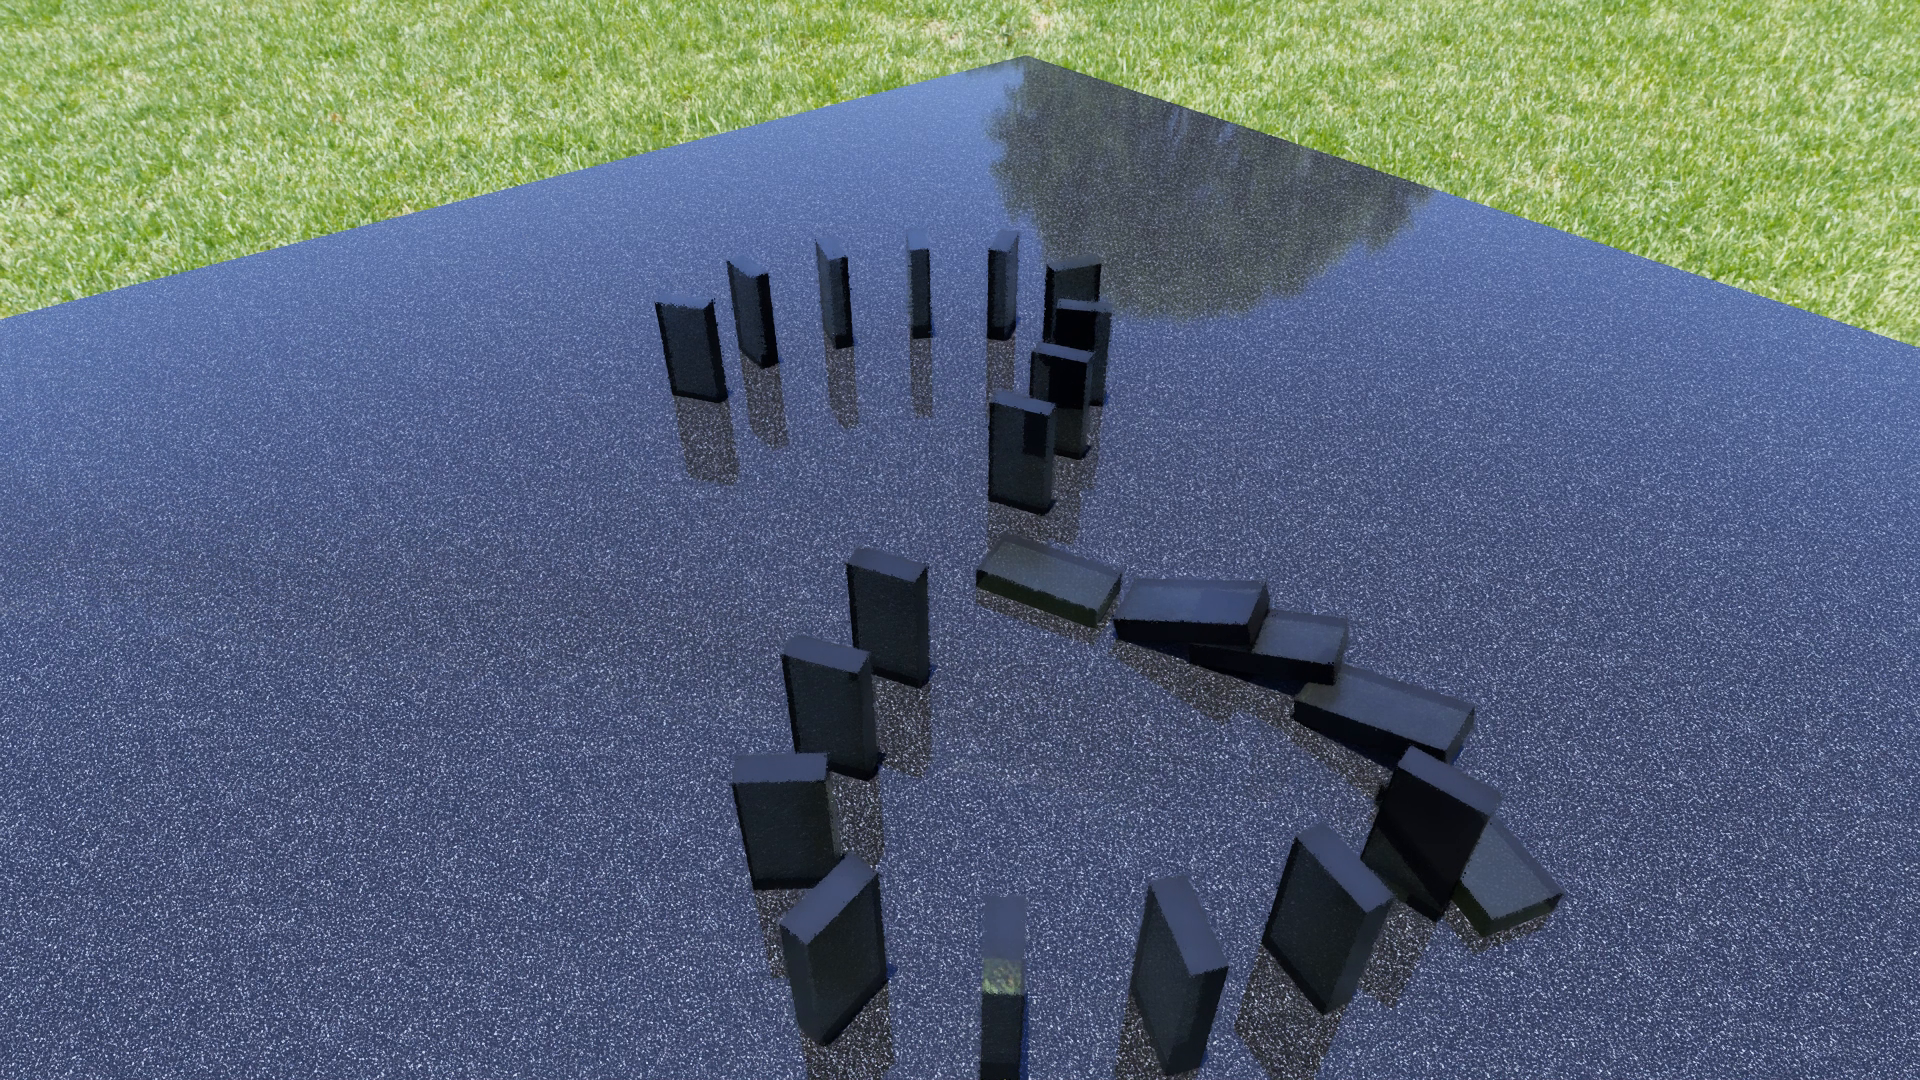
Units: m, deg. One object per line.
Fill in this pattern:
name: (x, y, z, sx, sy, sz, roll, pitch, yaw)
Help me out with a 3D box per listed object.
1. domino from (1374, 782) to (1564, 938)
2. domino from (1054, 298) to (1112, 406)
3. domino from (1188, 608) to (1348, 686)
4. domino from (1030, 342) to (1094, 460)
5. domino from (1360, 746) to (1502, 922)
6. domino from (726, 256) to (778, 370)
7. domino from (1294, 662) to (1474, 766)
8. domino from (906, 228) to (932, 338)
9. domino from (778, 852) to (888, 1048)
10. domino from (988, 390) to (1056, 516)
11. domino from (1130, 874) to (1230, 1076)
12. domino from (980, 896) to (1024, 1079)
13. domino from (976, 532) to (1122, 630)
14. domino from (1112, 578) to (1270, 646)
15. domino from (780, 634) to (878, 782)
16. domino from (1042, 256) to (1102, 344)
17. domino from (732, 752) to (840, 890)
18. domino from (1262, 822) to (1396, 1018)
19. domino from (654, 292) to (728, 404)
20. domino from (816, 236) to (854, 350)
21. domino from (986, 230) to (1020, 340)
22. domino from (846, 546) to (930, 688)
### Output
domino: (0.152, 0.092, 0.331, 0.025, 0.010, 0.050, -13, 41, -15)
domino: (0.057, -0.088, 0.519, 0.025, 0.050, 0.009, 6, 40, 8)
domino: (0.109, 0.036, 0.391, 0.050, 0.010, 0.025, 6, 38, 28)
domino: (0.044, -0.061, 0.486, 0.025, 0.050, 0.009, 15, 42, 18)
domino: (0.131, 0.083, 0.310, 0.025, 0.050, 0.009, 29, 47, 31)
domino: (-0.104, -0.114, 0.550, 0.010, 0.050, 0.025, -25, 46, -27)
domino: (0.140, 0.057, 0.365, 0.050, 0.009, 0.025, 17, 41, 38)
domino: (-0.022, -0.134, 0.575, 0.009, 0.050, 0.025, -5, 40, -6)
domino: (-0.032, 0.106, 0.282, 0.010, 0.050, 0.025, 27, 46, 29)
domino: (0.025, -0.036, 0.455, 0.025, 0.050, 0.010, 17, 42, 19)
domino: (0.054, 0.110, 0.277, 0.009, 0.050, 0.025, -9, 40, -11)
domino: (0.010, 0.114, 0.273, 0.010, 0.050, 0.025, 2, 39, 2)
domino: (0.034, 0.015, 0.425, 0.050, 0.009, 0.025, 19, 43, 21)
domino: (0.084, 0.026, 0.399, 0.050, 0.010, 0.025, 0, 35, 33)
domino: (-0.040, 0.053, 0.346, 0.025, 0.050, 0.009, 12, 41, 14)
domino: (0.056, -0.116, 0.553, 0.025, 0.050, 0.010, -14, 41, -16)
domino: (-0.049, 0.081, 0.313, 0.025, 0.050, 0.010, -1, 39, -2)
domino: (0.095, 0.100, 0.289, 0.010, 0.050, 0.025, -19, 43, -22)
domino: (-0.127, -0.091, 0.522, 0.025, 0.050, 0.009, 12, 41, 14)
domino: (-0.065, -0.127, 0.566, 0.009, 0.050, 0.025, -14, 41, -16)
domino: (0.022, -0.132, 0.573, 0.009, 0.050, 0.025, 11, 40, 13)
domino: (-0.024, 0.027, 0.378, 0.025, 0.050, 0.010, 15, 42, 17)
